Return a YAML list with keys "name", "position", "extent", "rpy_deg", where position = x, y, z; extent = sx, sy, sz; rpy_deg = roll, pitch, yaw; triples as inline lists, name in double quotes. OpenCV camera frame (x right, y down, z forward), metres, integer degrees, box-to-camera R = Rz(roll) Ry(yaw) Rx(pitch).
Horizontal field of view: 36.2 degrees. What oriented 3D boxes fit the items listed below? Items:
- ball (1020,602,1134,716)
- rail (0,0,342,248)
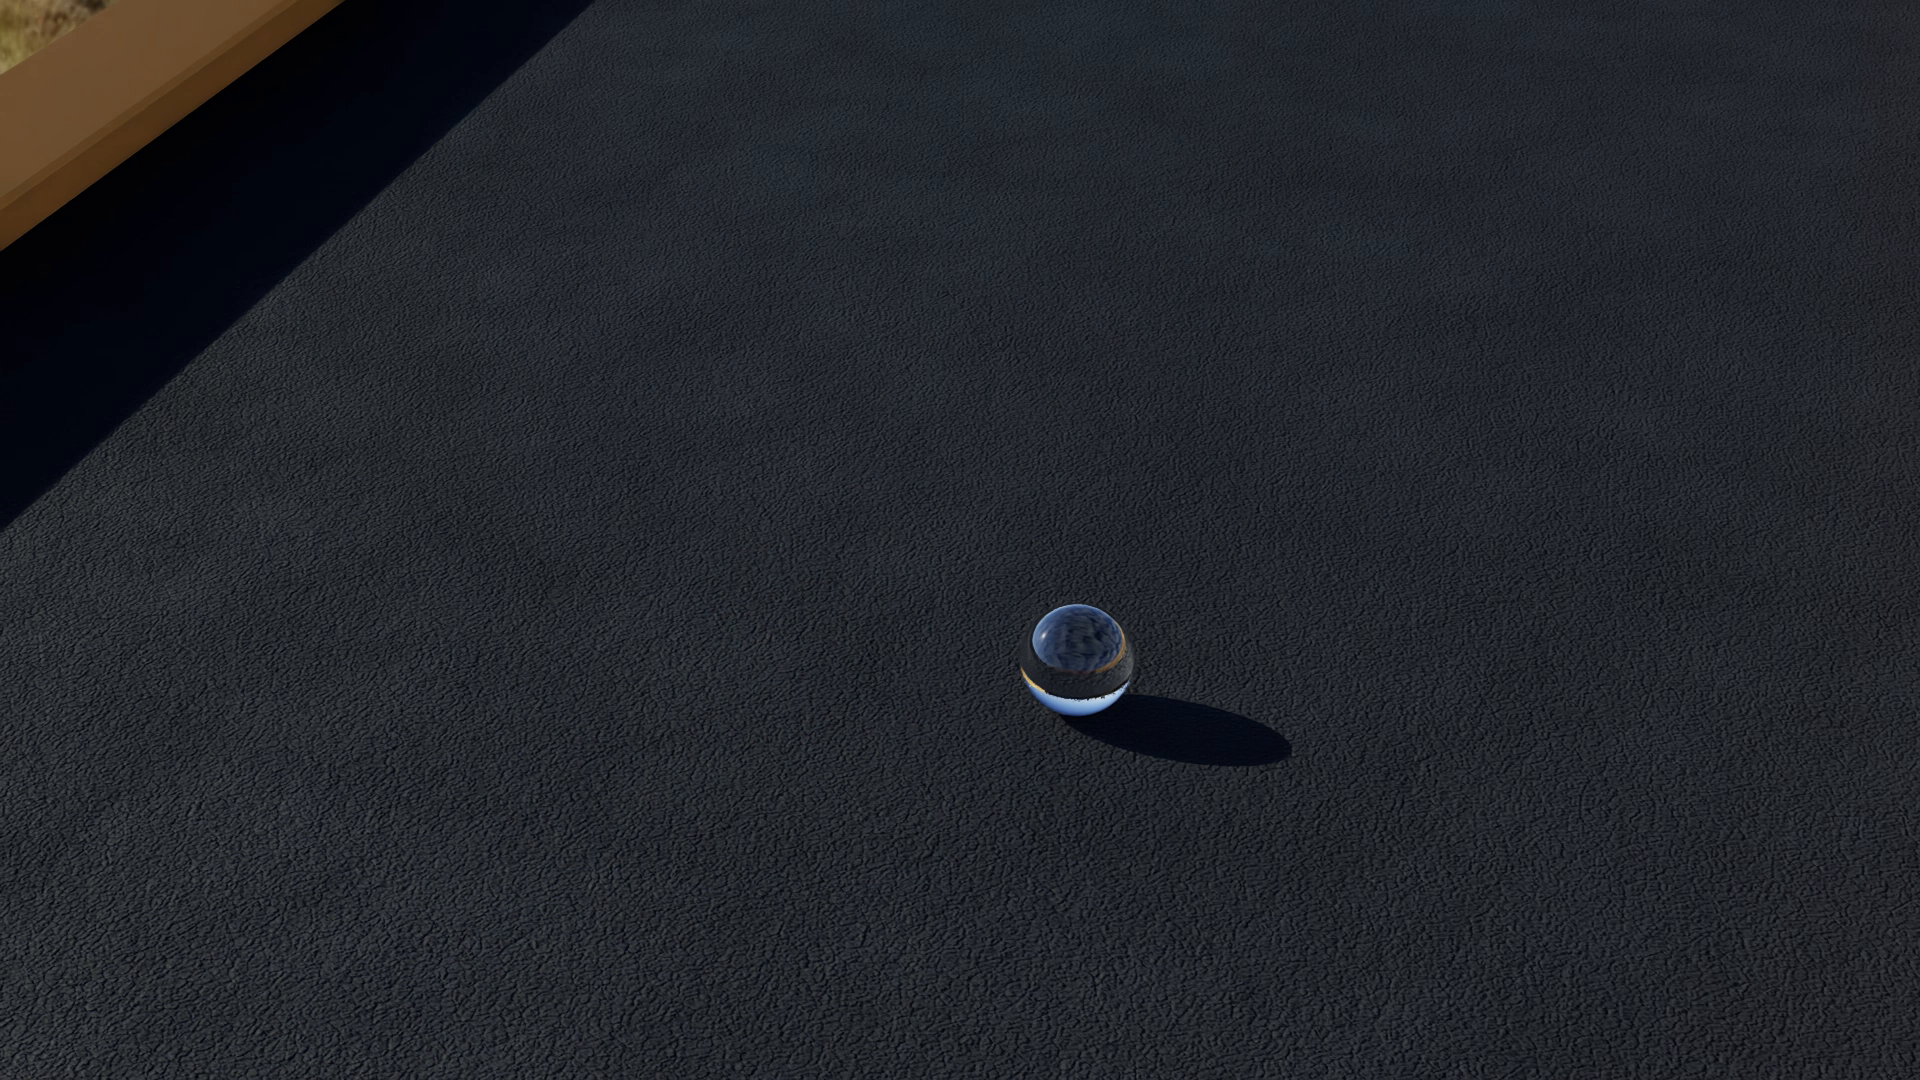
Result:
- name: "ball"
  position: [0.066, 0.067, 1.643]
  extent: [0.064, 0.064, 0.064]
  rpy_deg: [0, 27, 0]
- name: "rail"
  position: [-0.625, -0.477, 2.621]
  extent: [0.045, 0.127, 3.322]
  rpy_deg: [6, 28, 11]
